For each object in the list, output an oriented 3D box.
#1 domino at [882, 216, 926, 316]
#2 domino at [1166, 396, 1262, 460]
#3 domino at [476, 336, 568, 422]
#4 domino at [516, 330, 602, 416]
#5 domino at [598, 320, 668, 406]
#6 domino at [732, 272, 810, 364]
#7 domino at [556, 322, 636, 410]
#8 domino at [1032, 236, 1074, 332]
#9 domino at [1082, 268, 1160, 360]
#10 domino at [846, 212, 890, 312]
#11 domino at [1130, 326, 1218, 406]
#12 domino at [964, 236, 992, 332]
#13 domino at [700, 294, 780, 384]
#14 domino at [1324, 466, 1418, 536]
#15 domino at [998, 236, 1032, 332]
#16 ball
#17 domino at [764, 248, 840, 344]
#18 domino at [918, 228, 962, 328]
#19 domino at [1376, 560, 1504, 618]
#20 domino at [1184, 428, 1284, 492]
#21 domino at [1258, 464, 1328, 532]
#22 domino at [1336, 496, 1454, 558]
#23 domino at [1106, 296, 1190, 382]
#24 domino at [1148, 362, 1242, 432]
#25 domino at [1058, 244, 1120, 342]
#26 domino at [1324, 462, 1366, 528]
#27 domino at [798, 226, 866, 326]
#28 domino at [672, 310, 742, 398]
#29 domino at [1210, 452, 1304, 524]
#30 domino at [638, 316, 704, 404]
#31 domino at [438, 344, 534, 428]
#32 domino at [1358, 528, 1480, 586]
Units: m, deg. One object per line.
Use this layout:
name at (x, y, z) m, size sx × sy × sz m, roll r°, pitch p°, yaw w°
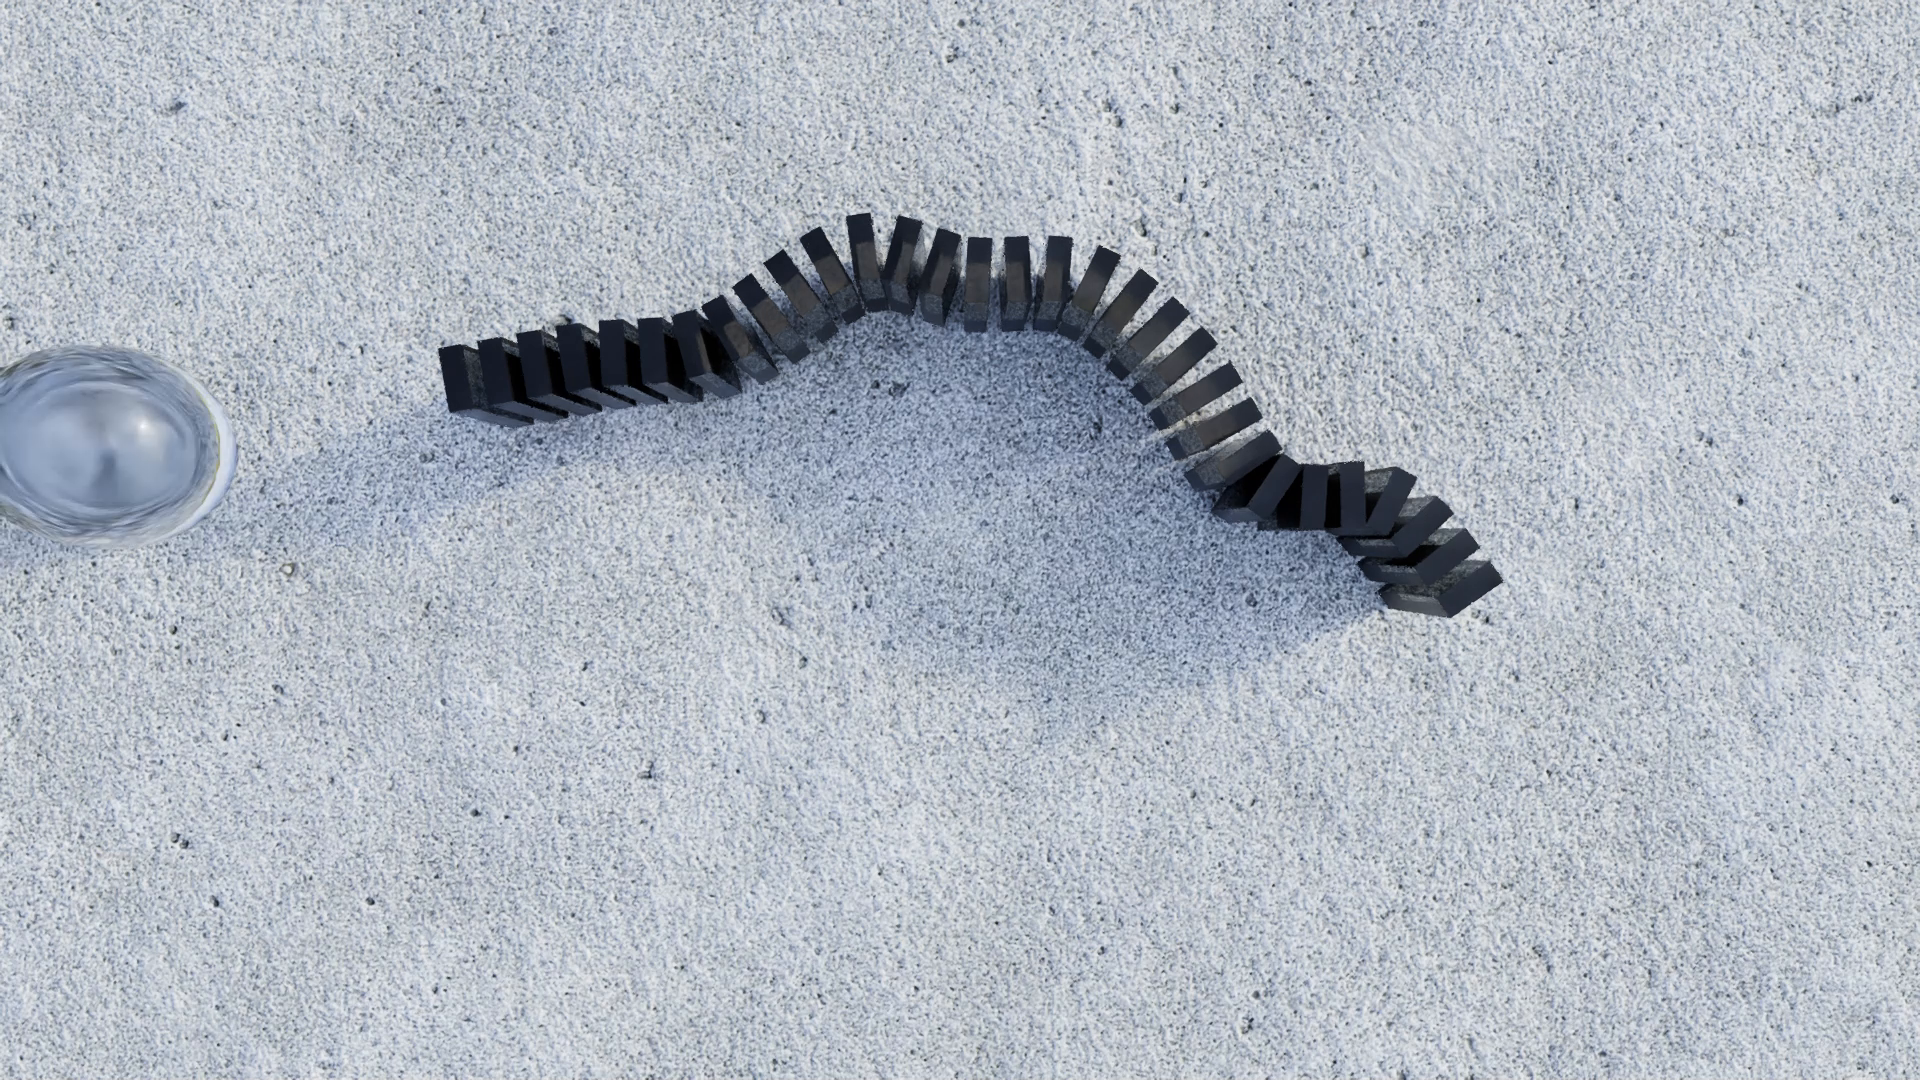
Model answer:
domino at (-0.022, -0.111, 0.375) m, size 0.009 × 0.050 × 0.025 m, roll 15°, pitch 90°, yaw 0°
domino at (0.103, -0.045, 0.375) m, size 0.025 × 0.050 × 0.010 m, roll -29°, pitch 90°, yaw 0°
domino at (-0.178, -0.065, 0.375) m, size 0.010 × 0.050 × 0.025 m, roll -11°, pitch 90°, yaw 0°
domino at (-0.163, -0.067, 0.375) m, size 0.010 × 0.050 × 0.025 m, roll -10°, pitch 90°, yaw 0°
domino at (-0.133, -0.072, 0.375) m, size 0.010 × 0.050 × 0.025 m, roll -3°, pitch 90°, yaw 0°
domino at (-0.076, -0.089, 0.375) m, size 0.009 × 0.050 × 0.025 m, roll -36°, pitch 90°, yaw 0°
domino at (-0.148, -0.070, 0.375) m, size 0.009 × 0.050 × 0.025 m, roll -9°, pitch 90°, yaw 0°
domino at (0.037, -0.104, 0.375) m, size 0.009 × 0.050 × 0.025 m, roll 5°, pitch 90°, yaw 0°
domino at (0.065, -0.091, 0.375) m, size 0.010 × 0.050 × 0.025 m, roll 38°, pitch 90°, yaw 0°
domino at (-0.037, -0.112, 0.375) m, size 0.009 × 0.050 × 0.025 m, roll -8°, pitch 90°, yaw 0°
domino at (0.086, -0.070, 0.375) m, size 0.025 × 0.050 × 0.010 m, roll -42°, pitch 90°, yaw 0°
domino at (0.007, -0.103, 0.375) m, size 0.009 × 0.050 × 0.025 m, roll 3°, pitch 90°, yaw 0°
domino at (-0.089, -0.081, 0.375) m, size 0.009 × 0.050 × 0.025 m, roll -30°, pitch 90°, yaw 0°
domino at (0.165, -0.015, 0.375) m, size 0.010 × 0.050 × 0.025 m, roll 27°, pitch 90°, yaw 0°
domino at (0.022, -0.104, 0.375) m, size 0.009 × 0.050 × 0.025 m, roll -3°, pitch 90°, yaw 0°
ball at (-0.334, -0.036, 0.360) m, size 0.080 × 0.080 × 0.080 m, roll 0°, pitch 90°, yaw 0°
domino at (-0.064, -0.098, 0.375) m, size 0.009 × 0.050 × 0.025 m, roll -36°, pitch 90°, yaw 0°
domino at (-0.008, -0.106, 0.375) m, size 0.009 × 0.050 × 0.025 m, roll 18°, pitch 90°, yaw 0°
domino at (0.195, 0.019, 0.375) m, size 0.025 × 0.050 × 0.009 m, roll -35°, pitch 90°, yaw 0°
domino at (0.111, -0.032, 0.375) m, size 0.025 × 0.050 × 0.010 m, roll -34°, pitch 90°, yaw 0°
domino at (0.135, -0.016, 0.375) m, size 0.009 × 0.050 × 0.025 m, roll 3°, pitch 90°, yaw 0°
domino at (0.176, -0.005, 0.375) m, size 0.025 × 0.050 × 0.009 m, roll -42°, pitch 90°, yaw 0°
domino at (0.076, -0.081, 0.375) m, size 0.025 × 0.050 × 0.010 m, roll -45°, pitch 90°, yaw 0°
domino at (0.095, -0.058, 0.375) m, size 0.025 × 0.050 × 0.010 m, roll -31°, pitch 90°, yaw 0°
domino at (0.052, -0.100, 0.375) m, size 0.010 × 0.050 × 0.025 m, roll 26°, pitch 90°, yaw 0°
domino at (0.150, -0.017, 0.375) m, size 0.010 × 0.050 × 0.025 m, roll -1°, pitch 90°, yaw 0°
domino at (-0.051, -0.107, 0.375) m, size 0.009 × 0.050 × 0.025 m, roll -30°, pitch 90°, yaw 0°
domino at (-0.103, -0.075, 0.375) m, size 0.010 × 0.050 × 0.025 m, roll -15°, pitch 90°, yaw 0°
domino at (0.120, -0.020, 0.375) m, size 0.010 × 0.050 × 0.025 m, roll 34°, pitch 90°, yaw 0°
domino at (-0.118, -0.072, 0.375) m, size 0.009 × 0.050 × 0.025 m, roll -5°, pitch 90°, yaw 0°
domino at (-0.193, -0.062, 0.375) m, size 0.009 × 0.050 × 0.025 m, roll -10°, pitch 90°, yaw 0°
domino at (0.186, 0.007, 0.375) m, size 0.025 × 0.050 × 0.010 m, roll -37°, pitch 90°, yaw 0°
